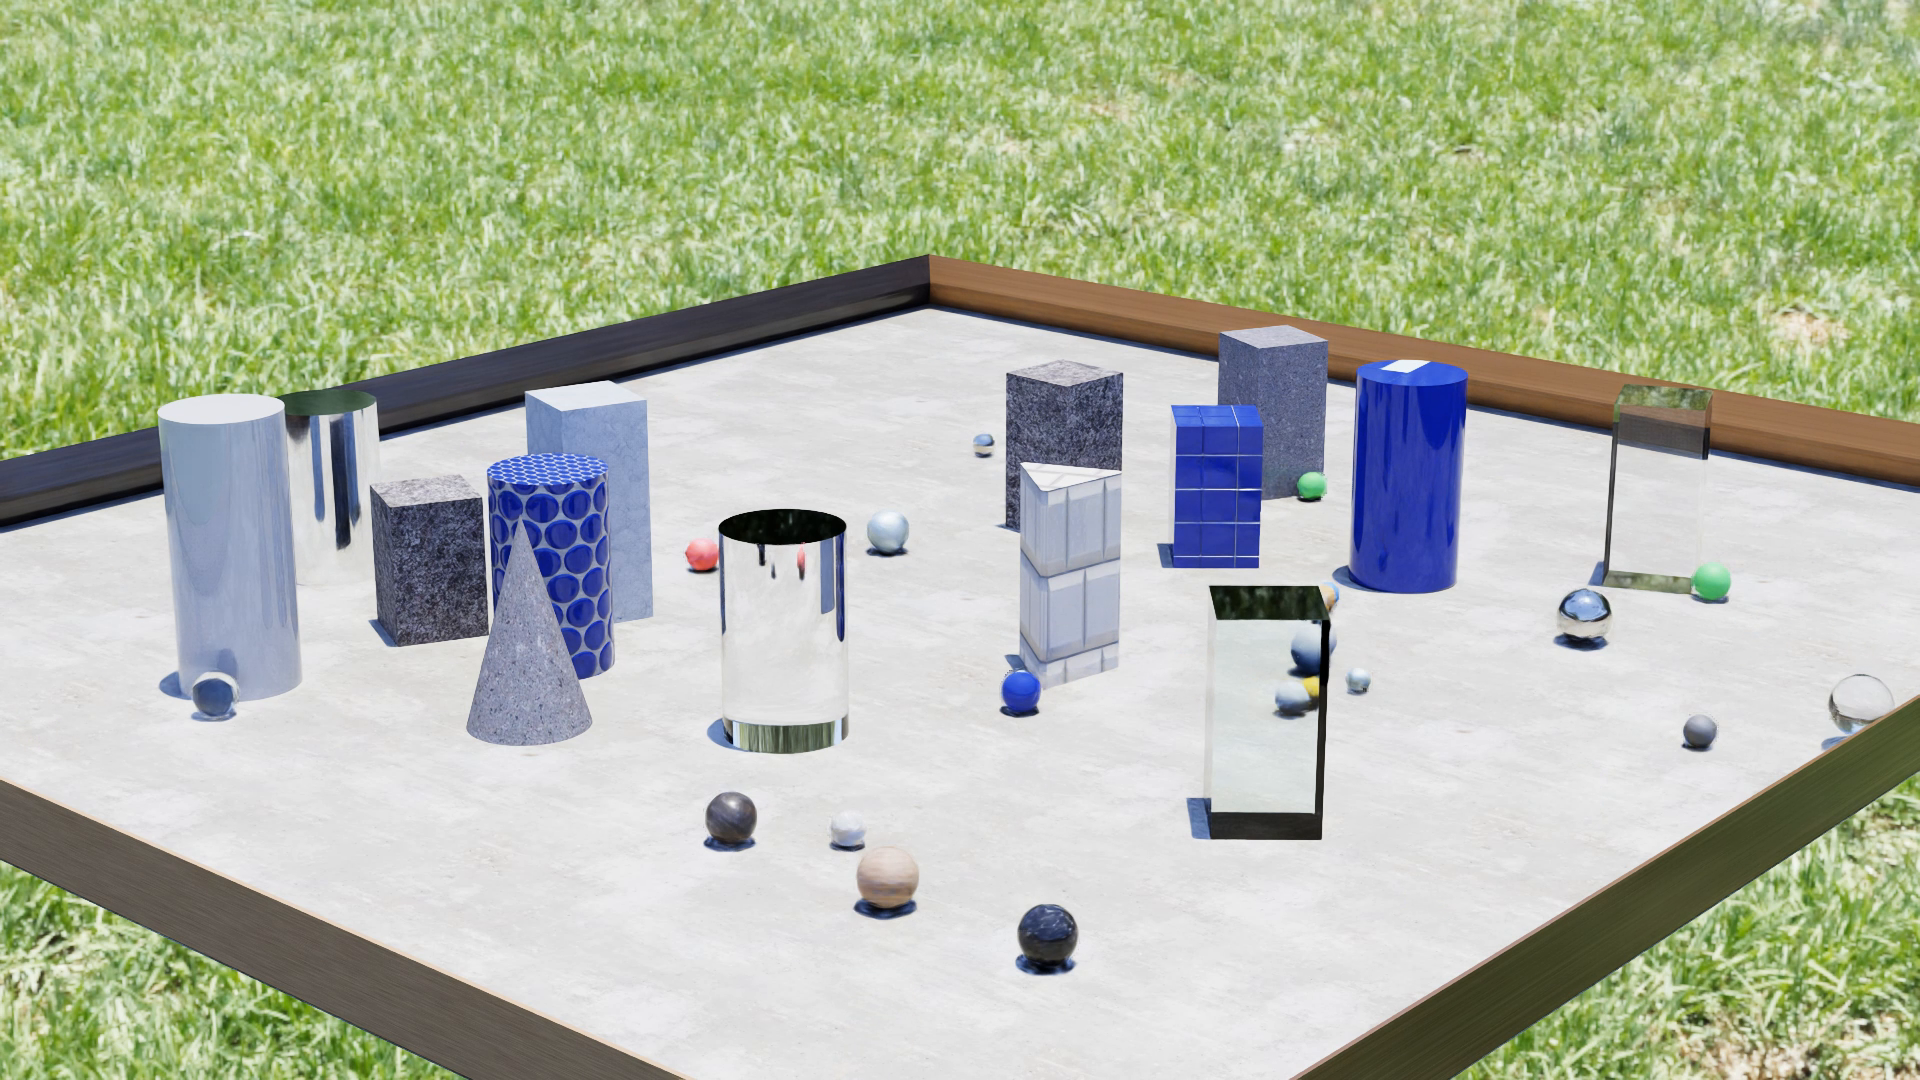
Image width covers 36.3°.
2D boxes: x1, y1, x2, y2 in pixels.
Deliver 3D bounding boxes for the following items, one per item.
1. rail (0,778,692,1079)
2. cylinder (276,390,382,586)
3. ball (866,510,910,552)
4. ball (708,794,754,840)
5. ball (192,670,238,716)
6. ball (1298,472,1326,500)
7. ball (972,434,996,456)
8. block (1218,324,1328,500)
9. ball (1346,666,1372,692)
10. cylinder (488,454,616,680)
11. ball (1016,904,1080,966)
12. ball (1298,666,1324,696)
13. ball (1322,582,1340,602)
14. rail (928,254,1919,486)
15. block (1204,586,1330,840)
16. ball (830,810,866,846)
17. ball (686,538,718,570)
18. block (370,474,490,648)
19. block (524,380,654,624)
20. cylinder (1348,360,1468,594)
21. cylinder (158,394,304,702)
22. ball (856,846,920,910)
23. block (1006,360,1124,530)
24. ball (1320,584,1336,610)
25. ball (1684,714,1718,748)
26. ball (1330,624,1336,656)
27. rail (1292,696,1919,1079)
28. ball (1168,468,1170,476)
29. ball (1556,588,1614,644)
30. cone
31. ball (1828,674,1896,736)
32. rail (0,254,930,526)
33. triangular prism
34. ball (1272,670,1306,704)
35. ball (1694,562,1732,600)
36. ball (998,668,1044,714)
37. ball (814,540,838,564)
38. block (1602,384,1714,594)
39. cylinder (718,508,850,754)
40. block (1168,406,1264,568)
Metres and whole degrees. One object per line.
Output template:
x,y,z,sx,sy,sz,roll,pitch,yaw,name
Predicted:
-1.137,0.410,3.867,3.261,0.125,0.045,14,22,39,rail
-1.128,-0.095,5.222,0.193,0.310,0.193,0,17,0,cylinder
-0.131,-0.017,5.364,0.079,0.079,0.079,0,17,0,ball
-0.316,0.383,4.048,0.064,0.064,0.064,0,17,0,ball
-1.153,0.238,4.535,0.070,0.070,0.070,0,17,0,ball
0.683,-0.105,5.700,0.054,0.054,0.054,0,17,0,ball
0.049,-0.196,6.015,0.046,0.046,0.046,0,17,0,ball
0.609,-0.249,5.742,0.154,0.306,0.154,-8,18,-24,block
0.631,0.221,4.643,0.040,0.040,0.040,0,17,0,ball
-0.659,0.043,4.733,0.193,0.328,0.193,0,17,0,cylinder
0.110,0.494,3.671,0.078,0.078,0.078,0,17,0,ball
0.551,0.222,4.626,0.047,0.047,0.047,0,17,0,ball
0.635,0.093,5.065,0.041,0.041,0.041,0,17,0,ball
1.137,-0.347,6.374,3.261,0.125,0.045,14,22,39,rail
0.426,0.240,4.093,0.154,0.322,0.154,0,17,1,block
-0.154,0.397,4.041,0.051,0.051,0.051,0,17,0,ball
-0.462,0.025,5.258,0.060,0.060,0.060,0,17,0,ball
-0.890,0.033,4.918,0.154,0.241,0.154,-7,18,-22,block
-0.629,-0.059,4.979,0.154,0.383,0.154,-10,19,-29,block
0.788,-0.112,5.167,0.193,0.375,0.193,0,17,0,cylinder
-1.149,0.011,4.627,0.193,0.451,0.193,0,17,0,cylinder
-0.095,0.442,3.837,0.083,0.083,0.083,0,17,0,ball
0.195,-0.168,5.487,0.154,0.298,0.154,16,23,43,block
0.621,0.100,5.024,0.046,0.046,0.046,0,17,0,ball
1.113,0.287,4.408,0.050,0.050,0.050,0,17,0,ball
0.573,0.161,4.772,0.080,0.080,0.080,0,17,0,ball
1.213,0.336,4.112,0.045,0.125,3.515,14,22,39,rail
0.448,-0.135,5.760,0.076,0.076,0.076,0,17,0,ball
1.037,0.127,4.865,0.092,0.092,0.092,0,17,0,ball
-0.662,0.122,4.459,0.193,0.336,0.193,0,17,0,cone
1.350,0.249,4.391,0.096,0.096,0.096,0,17,0,ball
-1.213,-0.273,6.129,0.045,0.125,3.515,14,22,39,rail
0.148,0.048,4.717,0.167,0.328,0.145,-14,22,-39,triangular prism
0.514,0.229,4.593,0.053,0.053,0.053,0,17,0,ball
1.308,0.071,5.097,0.065,0.065,0.065,0,17,0,ball
0.095,0.235,4.555,0.073,0.073,0.073,0,17,0,ball
-0.242,0.023,5.294,0.043,0.043,0.043,0,17,0,ball
1.231,-0.091,5.174,0.154,0.331,0.154,6,18,18,block
-0.265,0.136,4.429,0.193,0.326,0.193,0,17,0,cylinder
0.461,-0.097,5.310,0.154,0.264,0.154,0,17,0,block
